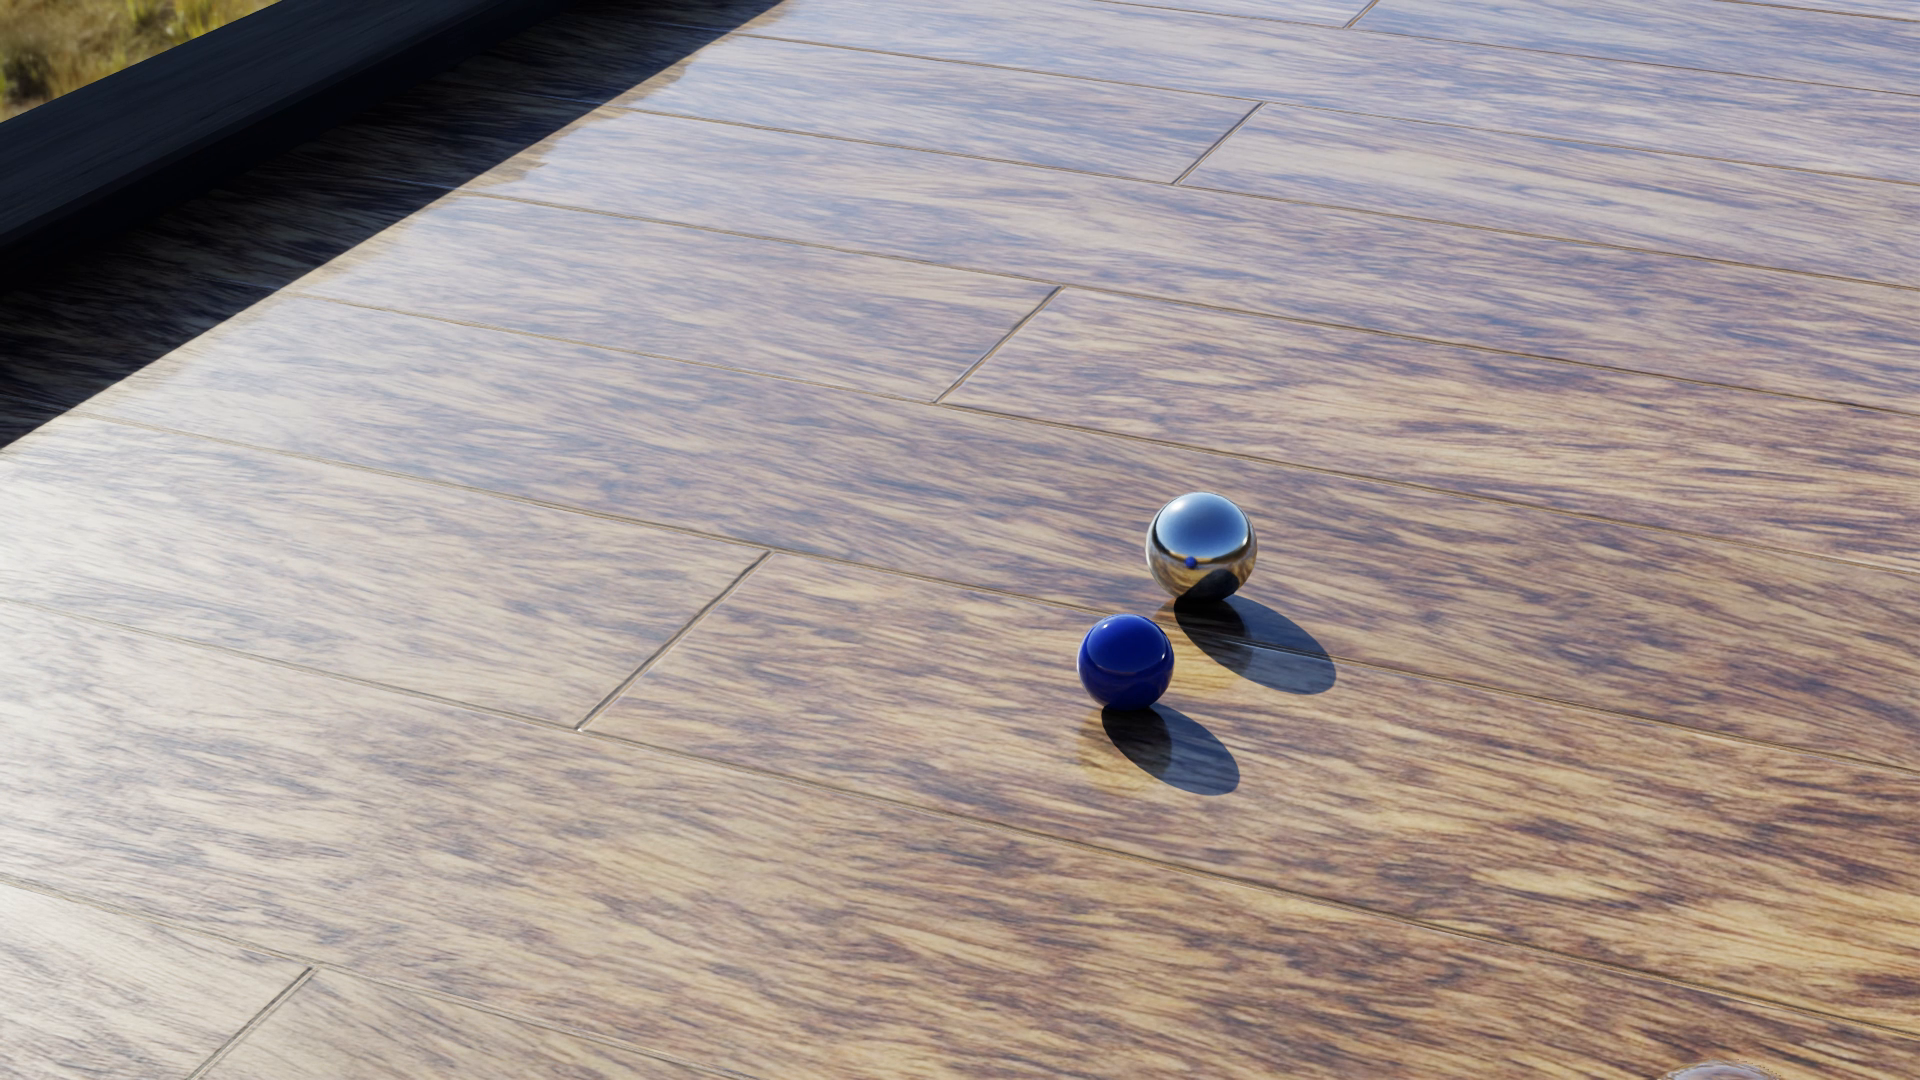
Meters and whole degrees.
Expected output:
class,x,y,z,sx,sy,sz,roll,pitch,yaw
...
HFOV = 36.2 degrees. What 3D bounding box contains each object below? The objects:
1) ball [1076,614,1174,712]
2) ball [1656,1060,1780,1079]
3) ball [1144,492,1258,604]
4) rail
class,x,y,z,sx,sy,sz,roll,pitch,yaw
ball,0.094,0.069,1.668,0.056,0.056,0.056,0,26,0
ball,0.320,0.264,1.236,0.090,0.090,0.090,0,26,0
ball,0.146,0.005,1.785,0.068,0.068,0.068,0,26,0
rail,-0.446,-0.515,2.768,0.045,0.128,3.342,11,28,21
